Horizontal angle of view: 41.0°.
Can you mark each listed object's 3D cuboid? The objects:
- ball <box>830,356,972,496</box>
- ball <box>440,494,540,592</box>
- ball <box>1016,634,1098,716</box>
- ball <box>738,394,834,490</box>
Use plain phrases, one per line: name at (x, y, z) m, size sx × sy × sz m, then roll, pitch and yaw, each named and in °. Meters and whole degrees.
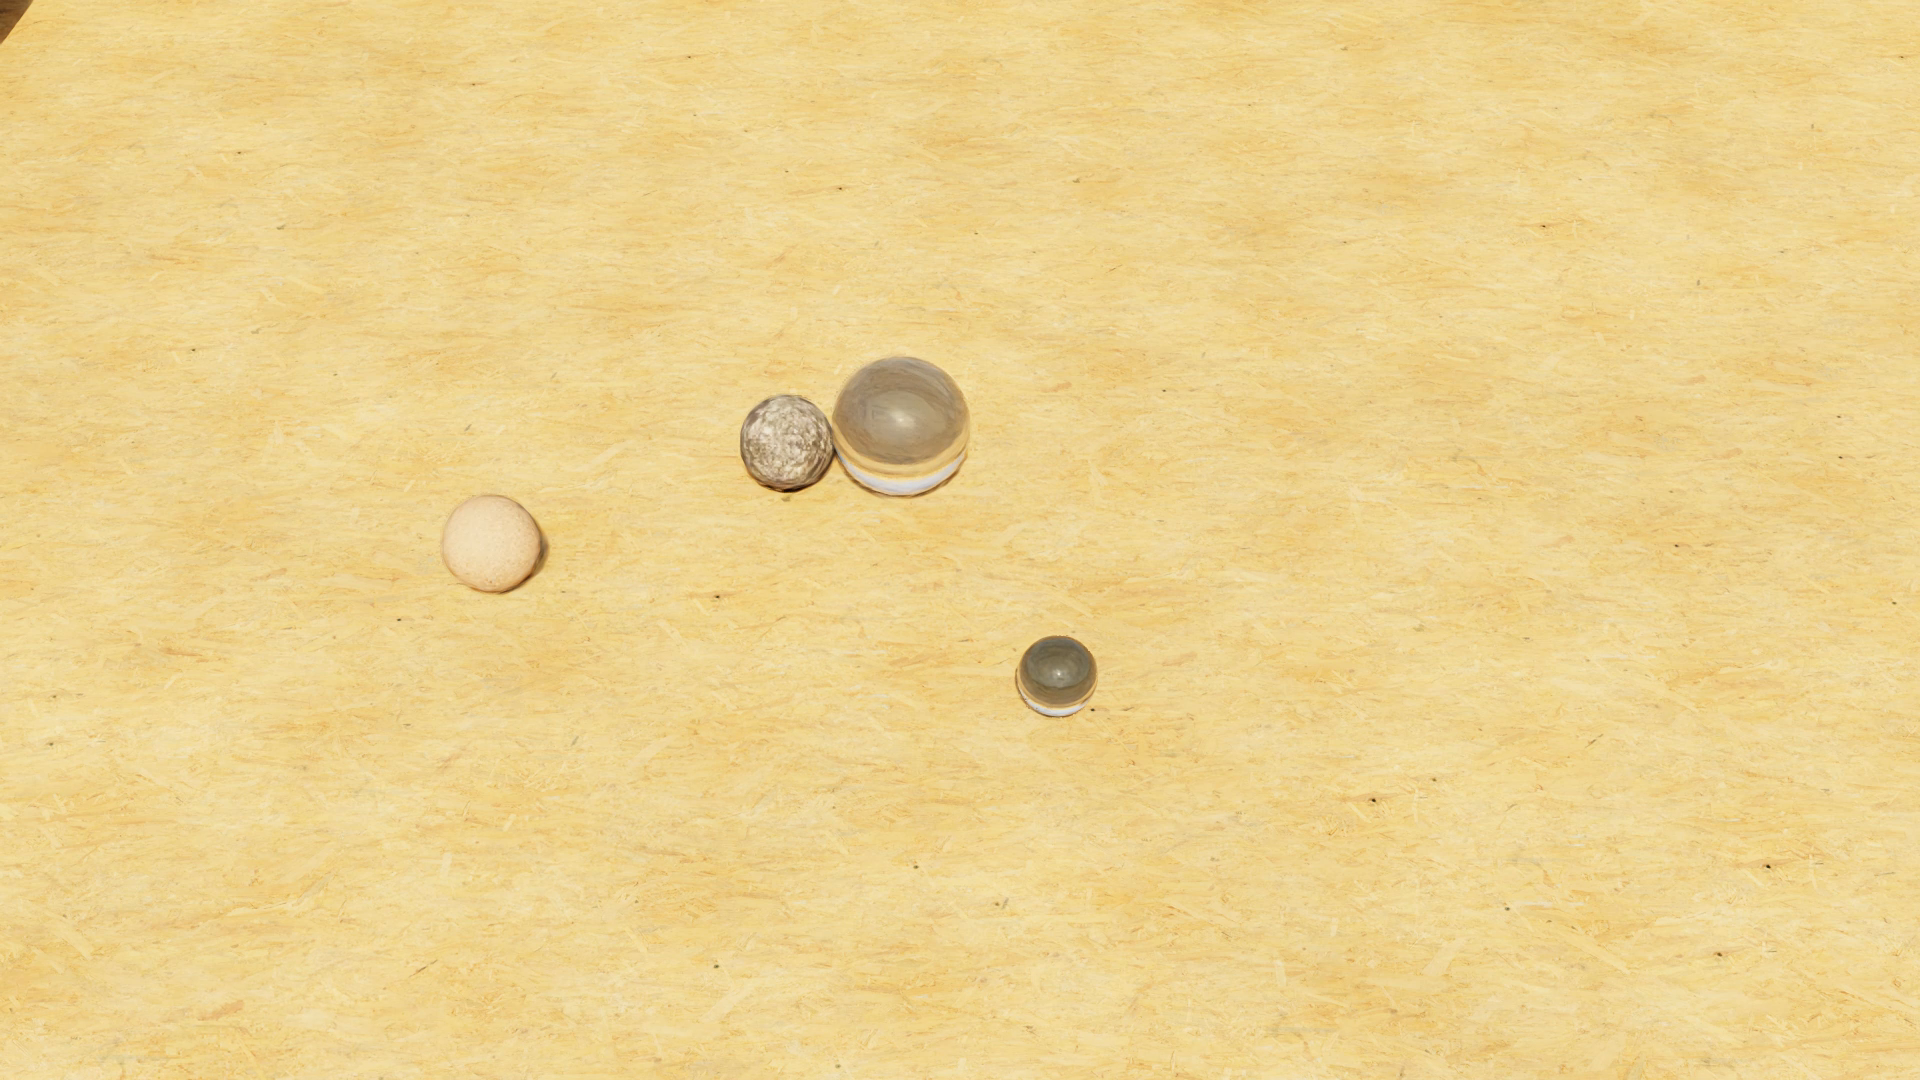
ball at (-0.040, -0.077, 1.736) m, size 0.095 × 0.095 × 0.095 m, roll 0°, pitch 36°, yaw 0°
ball at (-0.302, 0.002, 1.654) m, size 0.063 × 0.063 × 0.063 m, roll 0°, pitch 36°, yaw 0°
ball at (0.059, 0.082, 1.556) m, size 0.050 × 0.050 × 0.050 m, roll 0°, pitch 36°, yaw 0°
ball at (-0.118, -0.066, 1.747) m, size 0.065 × 0.065 × 0.065 m, roll 0°, pitch 36°, yaw 0°
